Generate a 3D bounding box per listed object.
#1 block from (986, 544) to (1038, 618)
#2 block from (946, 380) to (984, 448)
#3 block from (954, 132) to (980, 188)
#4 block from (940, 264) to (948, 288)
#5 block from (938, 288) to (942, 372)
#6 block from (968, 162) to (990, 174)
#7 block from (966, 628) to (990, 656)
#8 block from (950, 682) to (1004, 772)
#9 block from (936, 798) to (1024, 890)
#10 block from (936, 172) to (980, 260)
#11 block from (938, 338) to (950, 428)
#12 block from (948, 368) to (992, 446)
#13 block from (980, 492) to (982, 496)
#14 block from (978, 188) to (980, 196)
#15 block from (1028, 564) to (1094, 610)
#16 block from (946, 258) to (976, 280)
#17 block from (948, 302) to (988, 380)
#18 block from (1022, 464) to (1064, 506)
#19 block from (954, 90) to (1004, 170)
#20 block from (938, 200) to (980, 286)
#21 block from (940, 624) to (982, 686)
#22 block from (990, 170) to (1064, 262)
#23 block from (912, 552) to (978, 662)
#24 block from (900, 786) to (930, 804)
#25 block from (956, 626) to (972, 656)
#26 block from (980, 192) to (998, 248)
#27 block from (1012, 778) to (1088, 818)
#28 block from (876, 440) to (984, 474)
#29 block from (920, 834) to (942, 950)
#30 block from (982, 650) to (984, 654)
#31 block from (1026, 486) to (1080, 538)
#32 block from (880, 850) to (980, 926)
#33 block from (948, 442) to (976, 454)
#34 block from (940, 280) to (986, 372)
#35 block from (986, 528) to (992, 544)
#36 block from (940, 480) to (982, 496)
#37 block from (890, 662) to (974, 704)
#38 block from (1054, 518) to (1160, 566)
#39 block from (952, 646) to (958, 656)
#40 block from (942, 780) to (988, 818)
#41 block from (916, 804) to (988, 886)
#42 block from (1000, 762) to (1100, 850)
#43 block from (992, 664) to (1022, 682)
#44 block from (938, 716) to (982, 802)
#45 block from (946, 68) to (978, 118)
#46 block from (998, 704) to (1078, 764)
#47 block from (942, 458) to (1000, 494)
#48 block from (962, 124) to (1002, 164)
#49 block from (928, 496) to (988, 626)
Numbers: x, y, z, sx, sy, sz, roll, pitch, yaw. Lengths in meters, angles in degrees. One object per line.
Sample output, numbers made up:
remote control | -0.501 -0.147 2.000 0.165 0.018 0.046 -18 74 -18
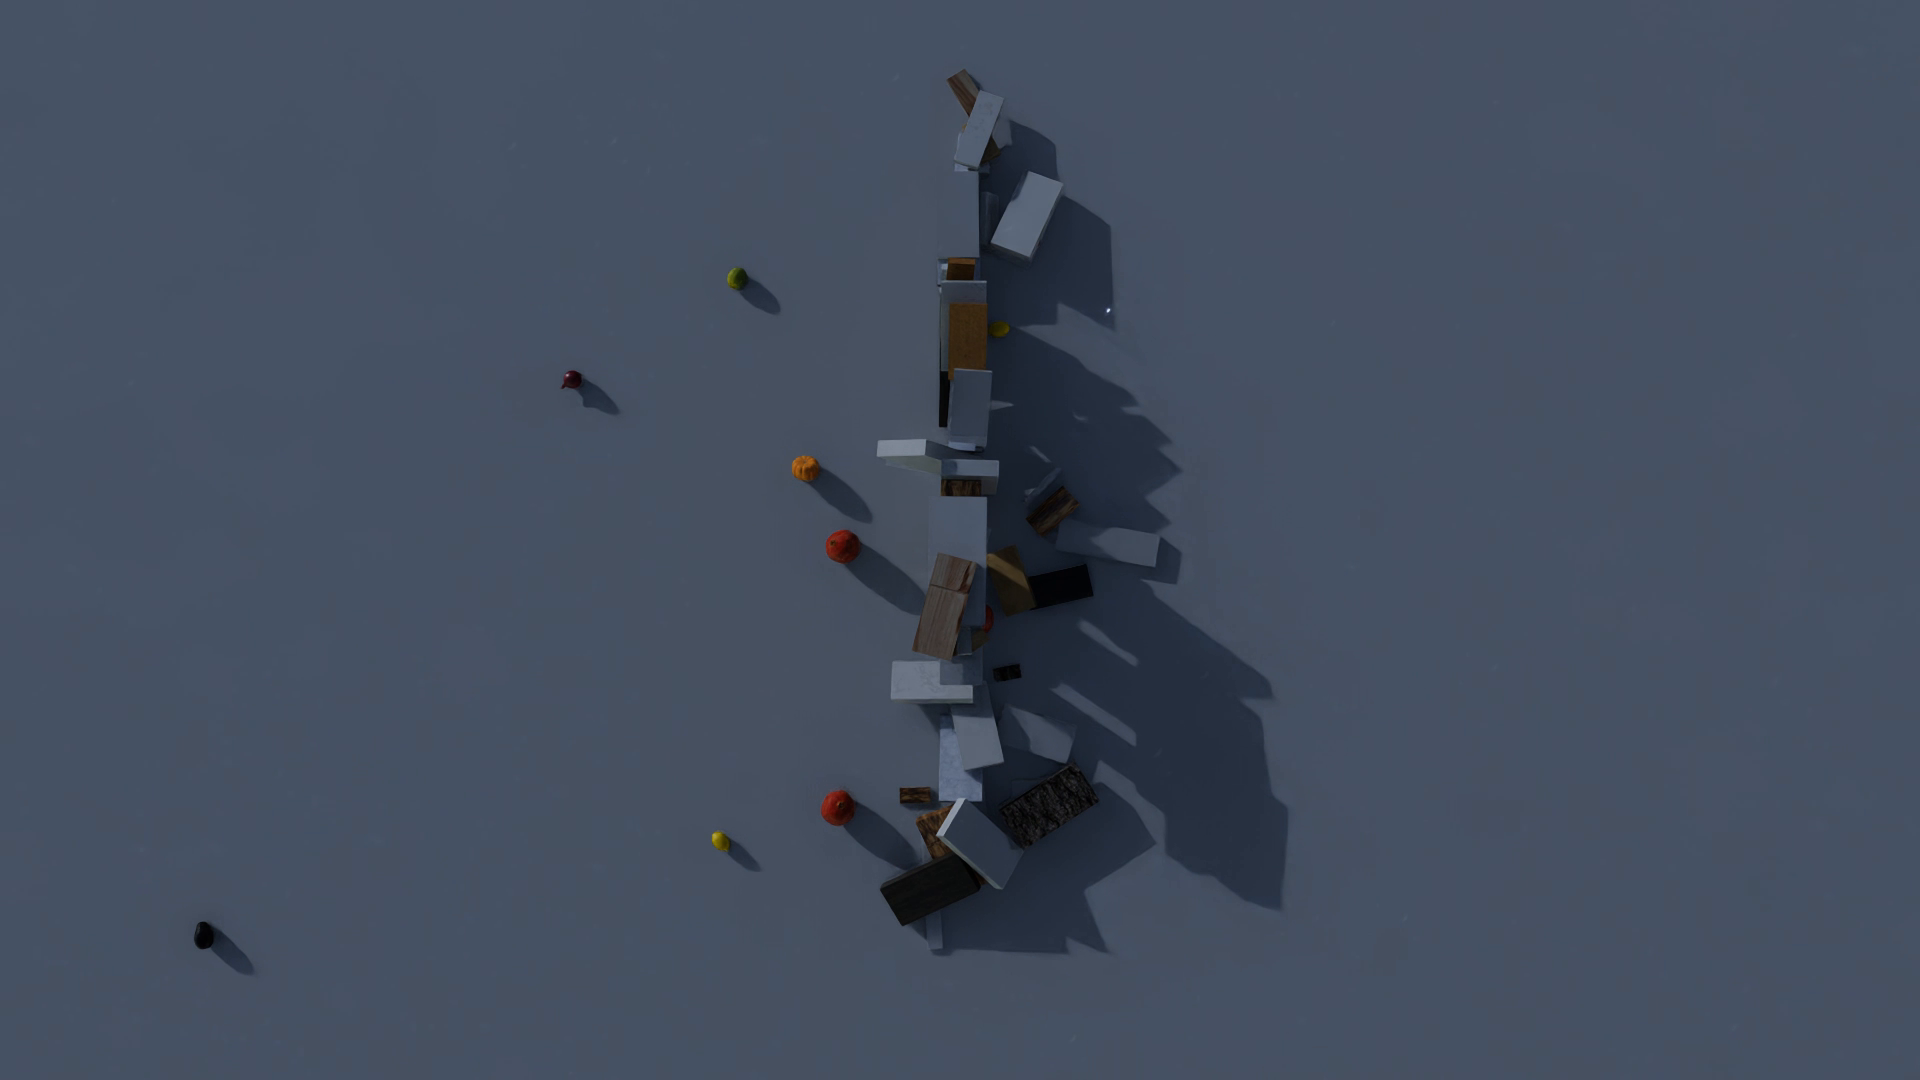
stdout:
block | 0.169 0.136 5.465 0.108 0.031 0.217 -21 88 17
block | 0.023 -0.423 5.363 0.121 0.034 0.242 4 95 -1
block | 0.030 -1.260 5.471 0.087 0.025 0.175 6 79 0
block | -0.019 -0.837 5.420 0.087 0.175 0.025 2 56 -1
block | 0.004 -0.684 5.404 0.144 0.041 0.289 1 123 0
block | 0.056 -1.280 5.453 0.072 0.020 0.143 -4 79 -2
block | 0.045 0.319 5.164 0.090 0.013 0.045 -34 90 0
block | 0.050 0.616 5.431 0.135 0.038 0.269 -11 74 -4
block | 0.068 0.993 5.393 0.298 0.042 0.149 45 61 -22
block | -0.009 -1.066 5.416 0.140 0.040 0.281 -1 90 0
block | 0.005 -0.515 5.429 0.144 0.041 0.289 1 111 0
block | 0.034 -0.426 5.308 0.121 0.034 0.242 4 105 -2
block | 0.004 -0.110 5.373 0.127 0.254 0.036 1 75 0
block | 0.013 -1.031 5.488 0.087 0.025 0.370 3 90 0
block | 0.326 0.157 5.485 0.217 0.031 0.108 -13 90 0
block | -0.001 -0.847 5.360 0.086 0.171 0.024 3 56 -4
block | 0.025 -0.636 5.289 0.121 0.034 0.242 1 104 -1
block | 0.275 -0.182 5.459 0.023 0.083 0.166 45 90 0
block | 0.062 -1.348 5.423 0.085 0.024 0.259 19 79 3
block | -0.001 -0.981 5.455 0.140 0.040 0.281 1 90 0
block | 0.004 0.320 5.189 0.135 0.038 0.269 0 90 0
block | 0.222 -1.071 5.443 0.140 0.040 0.281 23 79 10
block | -0.048 0.207 5.100 0.126 0.036 0.315 15 86 1
block | -0.150 0.850 5.493 0.102 0.014 0.051 -1 90 0
block | 0.013 0.313 5.151 0.045 0.013 0.090 -4 77 8
block | 0.097 -1.060 5.457 0.024 0.085 0.170 1 90 30
block | 0.298 0.860 5.482 0.252 0.036 0.126 -1 90 0
block | -0.091 -0.265 5.298 0.180 0.359 0.051 0 83 31
block | -0.094 1.148 5.481 0.051 0.014 0.423 -3 93 0
block | 0.051 0.391 5.461 0.045 0.091 0.013 9 51 0
block | 0.307 -0.094 5.471 0.166 0.023 0.083 -42 64 0
block | -0.098 1.144 5.430 0.298 0.042 0.149 -28 99 15
block | 0.004 -0.290 5.350 0.085 0.170 0.024 4 84 -1
block | 0.012 -0.690 5.321 0.144 0.041 0.289 1 109 0
block | 0.036 0.032 5.197 0.083 0.023 0.166 17 89 0
block | 0.000 -0.060 5.228 0.127 0.036 0.254 2 90 0
block | -0.090 0.470 5.443 0.269 0.038 0.135 -1 61 4
block | 0.490 0.008 5.485 0.337 0.031 0.108 10 90 0
block | -0.033 0.319 5.164 0.045 0.013 0.090 -4 90 0
block | 0.018 0.901 5.480 0.141 0.040 0.282 -7 90 0
block | -0.023 1.021 5.431 0.141 0.040 0.282 -22 100 12
block | 0.295 0.876 5.443 0.298 0.042 0.149 -33 90 0
block | 0.157 0.444 5.494 0.091 0.013 0.045 -11 90 0
block | 0.003 0.722 5.447 0.141 0.040 0.282 1 76 0
block | 0.023 -1.487 5.490 0.072 0.020 0.143 -32 90 0
block | 0.251 0.644 5.482 0.252 0.036 0.126 18 91 0
block | 0.031 -0.203 5.319 0.180 0.359 0.051 2 82 0
block | 0.070 -1.317 5.440 0.072 0.020 0.143 -27 81 -6
block | -0.008 0.065 5.153 0.180 0.051 0.399 1 86 0
